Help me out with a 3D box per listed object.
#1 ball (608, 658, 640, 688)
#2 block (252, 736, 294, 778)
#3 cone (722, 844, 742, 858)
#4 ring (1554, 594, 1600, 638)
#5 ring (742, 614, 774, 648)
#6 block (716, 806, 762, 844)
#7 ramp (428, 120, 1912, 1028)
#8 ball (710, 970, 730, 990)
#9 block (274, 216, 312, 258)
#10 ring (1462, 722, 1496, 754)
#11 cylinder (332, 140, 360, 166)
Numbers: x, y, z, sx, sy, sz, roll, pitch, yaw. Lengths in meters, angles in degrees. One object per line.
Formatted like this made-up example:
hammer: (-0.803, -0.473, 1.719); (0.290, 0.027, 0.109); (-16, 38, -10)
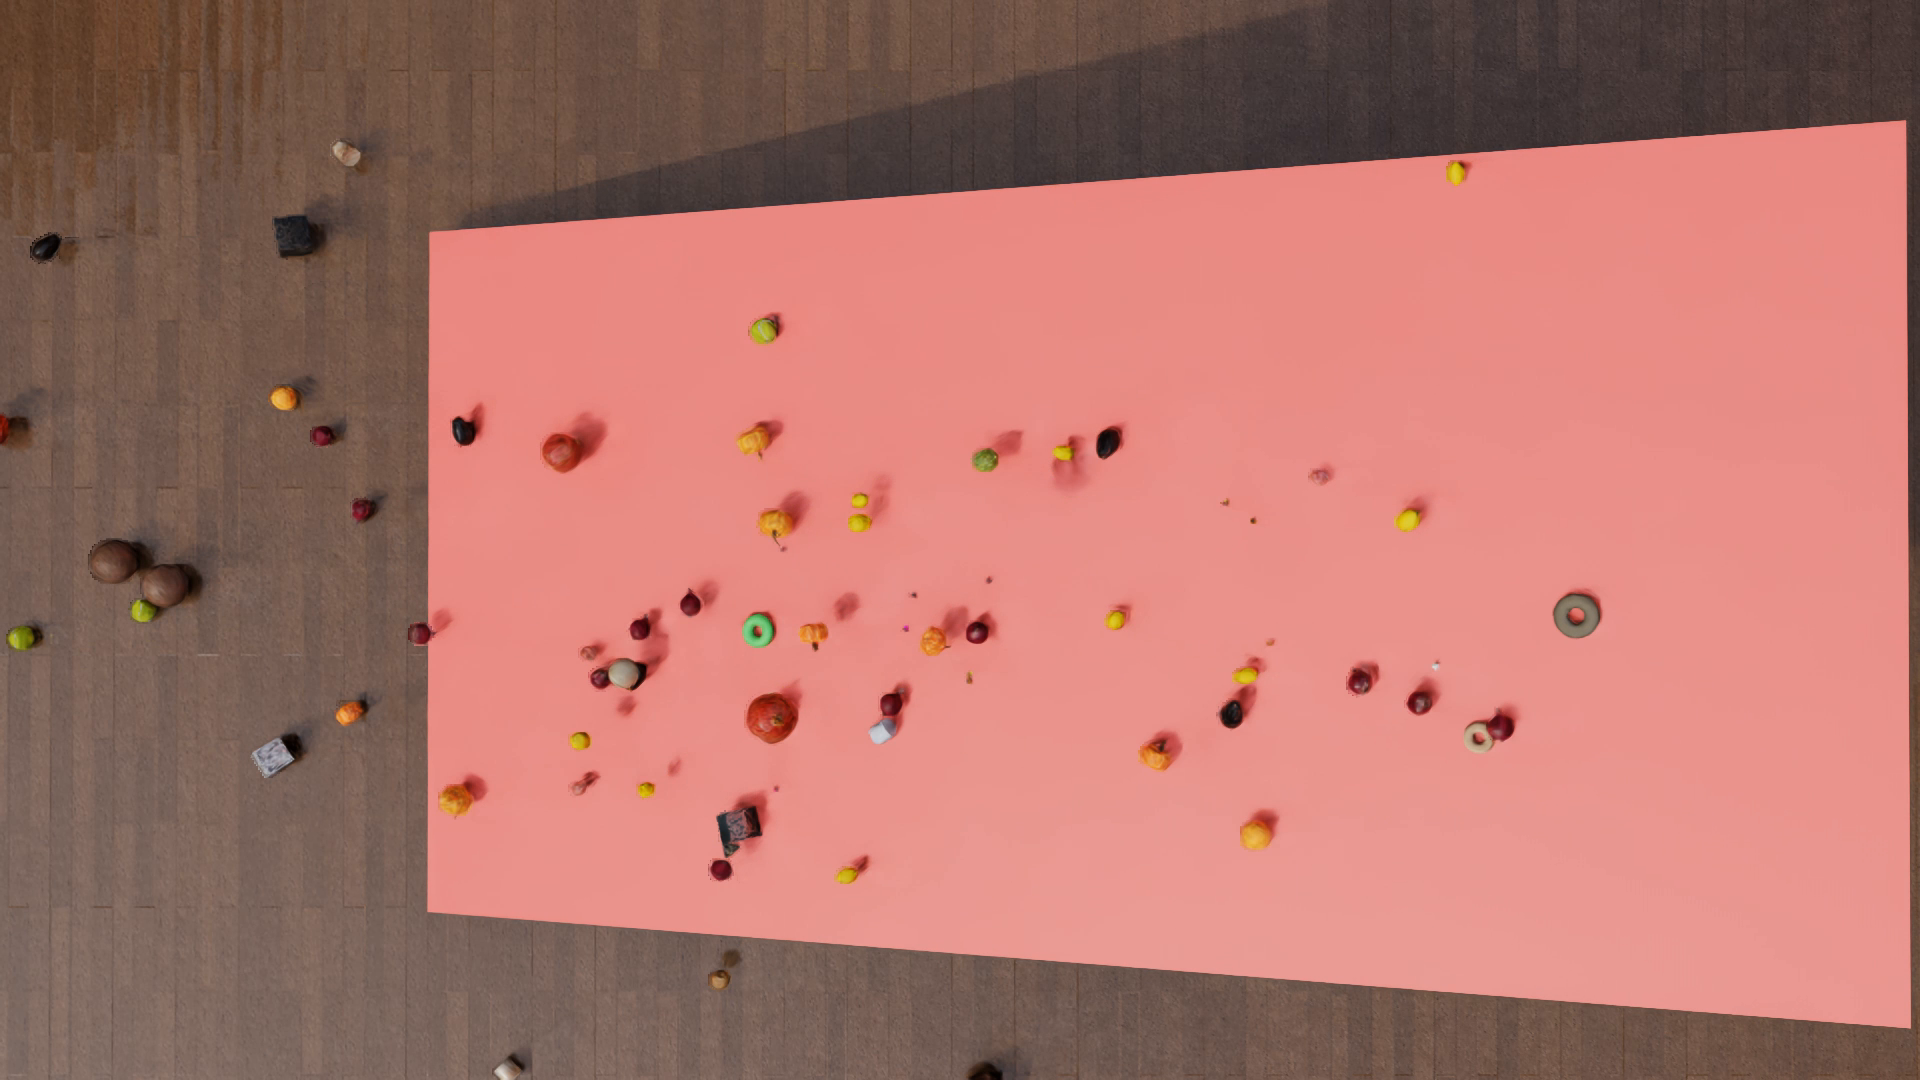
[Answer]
ball: (-0.927, 0.367, 6.066); (0.086, 0.086, 0.086); (0, 89, 0)
block: (-2.030, 0.642, 6.502); (0.083, 0.083, 0.083); (-34, 92, -23)
cone: (-0.623, 0.846, 6.032); (0.050, 0.050, 0.050); (-13, 89, -3)
ring: (1.434, 0.176, 5.116); (0.106, 0.035, 0.106); (0, 90, 23)
ring: (-0.551, 0.250, 6.002); (0.094, 0.031, 0.094); (0, 91, 24)
block: (-0.602, 0.778, 5.992); (0.080, 0.080, 0.080); (-16, 83, 23)
ramp: (0.283, 0.083, 5.704); (4.000, 0.100, 2.000); (0, 89, 24)
ball: (-0.696, 1.276, 6.387); (0.056, 0.056, 0.056); (0, 89, 0)
block: (-1.973, -0.898, 6.509); (0.092, 0.092, 0.092); (-9, 83, -16)
ring: (1.230, 0.468, 5.208); (0.077, 0.026, 0.077); (-1, 88, 20)
cylinder: (-1.816, -1.144, 6.507); (0.060, 0.060, 0.060); (-48, 51, -1)
